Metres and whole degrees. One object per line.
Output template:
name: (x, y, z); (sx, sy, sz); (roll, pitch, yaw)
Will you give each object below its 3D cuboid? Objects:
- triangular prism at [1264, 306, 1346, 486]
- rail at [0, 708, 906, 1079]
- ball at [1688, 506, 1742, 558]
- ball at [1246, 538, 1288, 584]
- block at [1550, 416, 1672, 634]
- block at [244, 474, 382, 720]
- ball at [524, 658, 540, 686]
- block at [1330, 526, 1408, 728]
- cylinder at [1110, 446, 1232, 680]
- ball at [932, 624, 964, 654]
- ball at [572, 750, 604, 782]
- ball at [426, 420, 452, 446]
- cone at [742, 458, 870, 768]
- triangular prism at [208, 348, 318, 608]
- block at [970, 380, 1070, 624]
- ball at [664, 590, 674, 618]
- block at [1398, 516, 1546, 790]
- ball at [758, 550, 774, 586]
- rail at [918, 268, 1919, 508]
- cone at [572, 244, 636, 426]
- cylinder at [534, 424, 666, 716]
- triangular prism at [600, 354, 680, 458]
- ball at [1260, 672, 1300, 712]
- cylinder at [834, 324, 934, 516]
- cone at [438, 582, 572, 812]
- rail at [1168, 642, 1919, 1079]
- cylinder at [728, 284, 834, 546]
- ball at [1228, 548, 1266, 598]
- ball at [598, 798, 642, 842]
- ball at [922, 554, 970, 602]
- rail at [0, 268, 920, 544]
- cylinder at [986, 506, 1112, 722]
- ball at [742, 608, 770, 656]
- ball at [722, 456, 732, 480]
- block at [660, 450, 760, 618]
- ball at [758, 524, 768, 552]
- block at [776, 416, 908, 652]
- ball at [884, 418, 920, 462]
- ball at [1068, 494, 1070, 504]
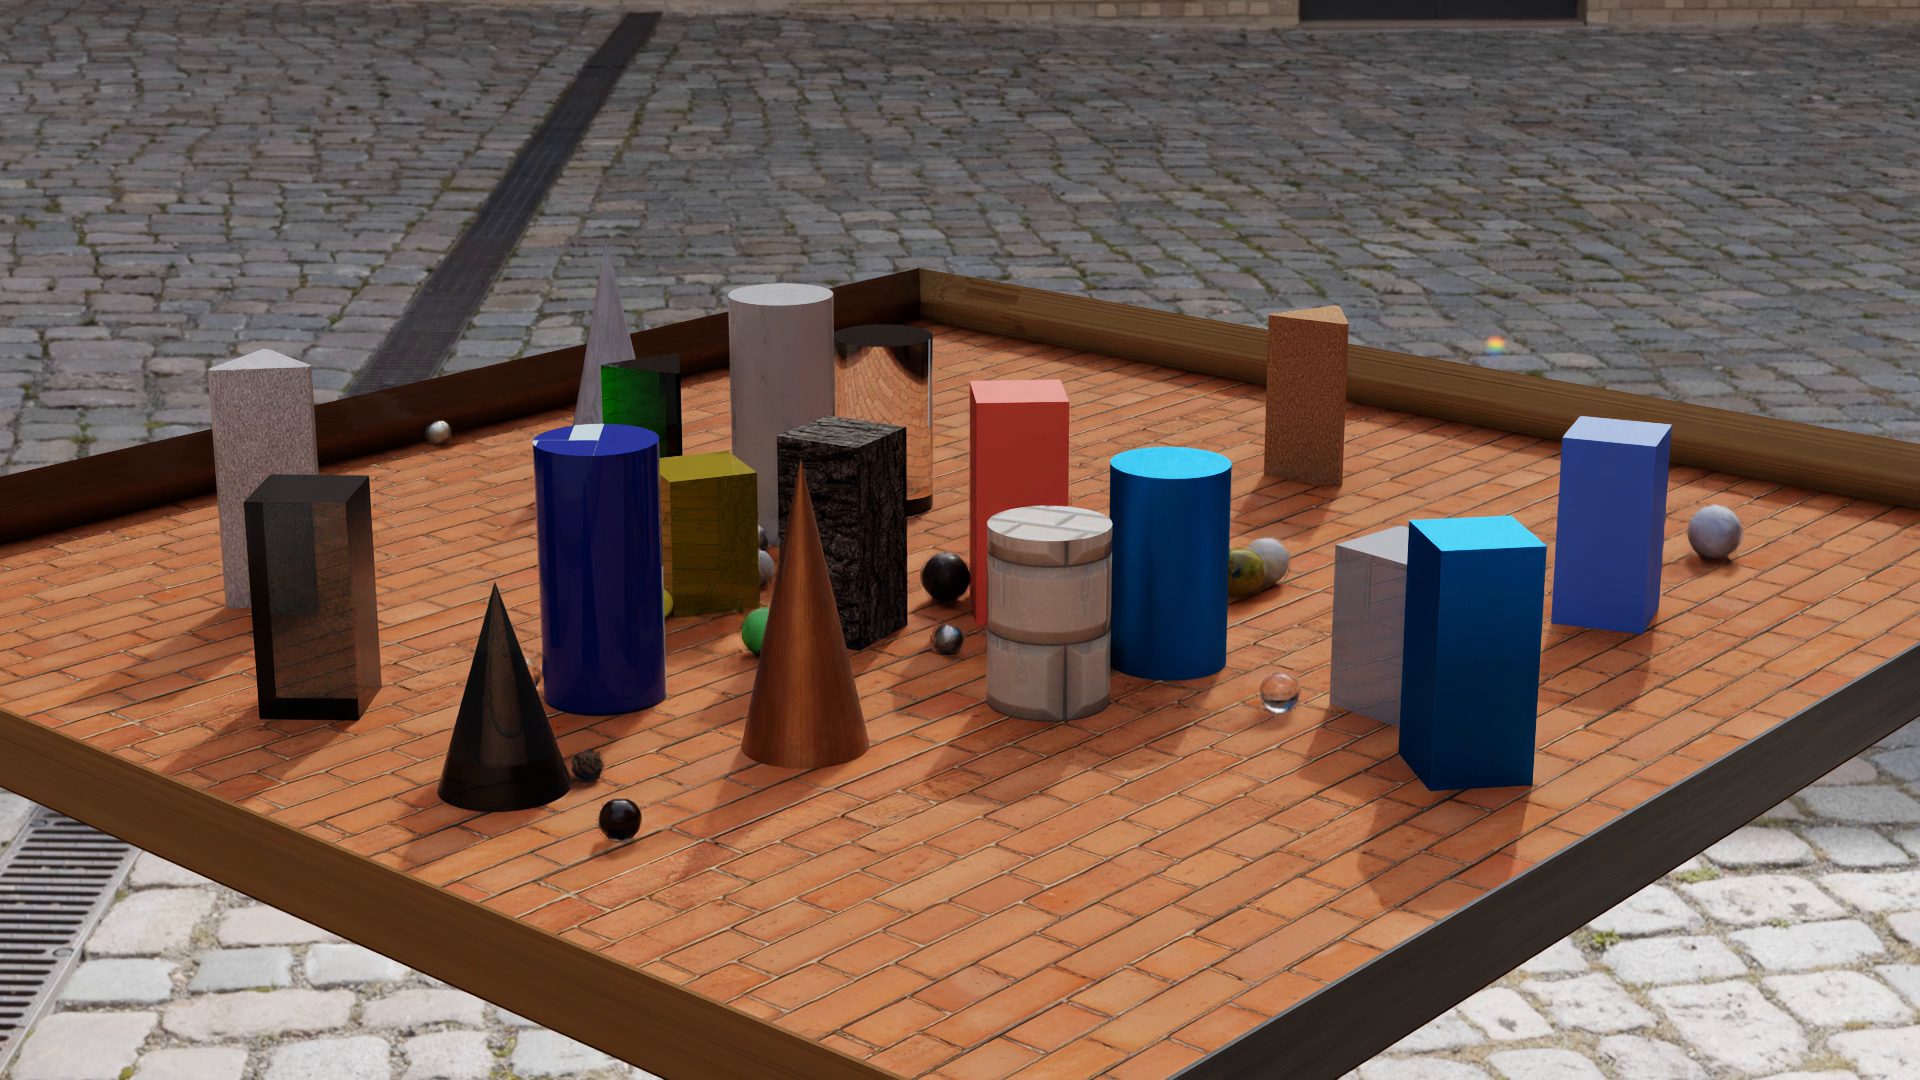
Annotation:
triangular prism: (0.718, -0.294, 5.851); (0.168, 0.328, 0.145); (10, 19, 29)
rail: (-1.040, 0.377, 3.974); (3.063, 0.126, 0.045); (14, 22, 39)
ball: (1.371, -0.015, 5.326); (0.097, 0.097, 0.097); (0, 17, 0)
ball: (0.538, 0.037, 5.178); (0.083, 0.083, 0.083); (0, 17, 0)
block: (1.104, -0.027, 4.970); (0.155, 0.326, 0.155); (7, 18, 21)
block: (-1.001, 0.088, 4.549); (0.155, 0.349, 0.155); (1, 17, 2)
ball: (-0.692, 0.215, 4.634); (0.057, 0.057, 0.057); (0, 17, 0)
block: (0.688, 0.134, 4.551); (0.155, 0.261, 0.155); (-15, 22, -40)
cylinder: (0.338, 0.037, 4.743); (0.194, 0.336, 0.194); (0, 17, 0)
ball: (-0.020, 0.163, 4.818); (0.050, 0.050, 0.050); (0, 17, 0)
ball: (-0.543, 0.330, 4.274); (0.046, 0.046, 0.046); (0, 17, 0)
ball: (-1.083, -0.223, 6.095); (0.052, 0.052, 0.052); (0, 17, 0)
cone: (-0.233, 0.095, 4.355); (0.194, 0.449, 0.194); (0, 17, 0)
triangular prism: (-1.193, -0.109, 5.077); (0.168, 0.422, 0.145); (-3, 17, -9)
block: (0.099, -0.066, 4.996); (0.155, 0.386, 0.155); (-1, 17, -4)
ball: (-0.517, 0.108, 4.987); (0.057, 0.057, 0.057); (0, 17, 0)
block: (0.744, 0.164, 4.274); (0.155, 0.363, 0.155); (-3, 17, -8)
ball: (-0.360, 0.049, 5.168); (0.067, 0.067, 0.067); (0, 17, 0)
rail: (1.040, -0.314, 6.267); (3.063, 0.126, 0.045); (14, 22, 39)
cone: (-0.705, -0.378, 5.902); (0.194, 0.460, 0.194); (0, 17, 0)
cylinder: (-0.560, 0.045, 4.572); (0.194, 0.418, 0.194); (0, 17, 0)
triangular prism: (-0.573, -0.200, 5.607); (0.168, 0.291, 0.145); (7, 18, 22)
ball: (0.496, 0.237, 4.554); (0.062, 0.062, 0.062); (0, 17, 0)
cylinder: (-0.148, -0.229, 5.626); (0.194, 0.335, 0.194); (0, 17, 0)
cone: (-0.661, 0.208, 4.212); (0.194, 0.314, 0.194); (0, 17, 0)
rail: (1.138, 0.317, 4.174); (0.045, 0.126, 3.219); (14, 22, 39)
cylinder: (-0.329, -0.234, 5.439); (0.194, 0.452, 0.194); (0, 17, 0)
ball: (0.488, 0.057, 5.106); (0.088, 0.088, 0.088); (0, 17, 0)
ball: (-0.471, 0.387, 4.060); (0.060, 0.060, 0.060); (0, 17, 0)
ball: (-0.024, 0.065, 5.086); (0.084, 0.084, 0.084); (0, 17, 0)
rail: (-1.138, -0.254, 6.067); (0.045, 0.126, 3.219); (14, 22, 39)
cylinder: (0.139, 0.113, 4.568); (0.194, 0.291, 0.194); (0, 17, 0)
ball: (-0.319, 0.151, 4.808); (0.080, 0.080, 0.080); (0, 17, 0)
ball: (-0.448, -0.143, 5.837); (0.048, 0.048, 0.048); (0, 17, 0)
block: (-0.447, -0.011, 5.064); (0.155, 0.242, 0.155); (-7, 18, -22)
ball: (-0.393, 0.005, 5.266); (0.094, 0.094, 0.094); (0, 17, 0)
block: (-0.195, -0.013, 4.889); (0.155, 0.347, 0.155); (9, 19, 29)
ball: (-0.127, -0.199, 5.944); (0.094, 0.094, 0.094); (0, 17, 0)
ball: (0.166, -0.077, 5.557); (0.084, 0.084, 0.084); (0, 17, 0)
